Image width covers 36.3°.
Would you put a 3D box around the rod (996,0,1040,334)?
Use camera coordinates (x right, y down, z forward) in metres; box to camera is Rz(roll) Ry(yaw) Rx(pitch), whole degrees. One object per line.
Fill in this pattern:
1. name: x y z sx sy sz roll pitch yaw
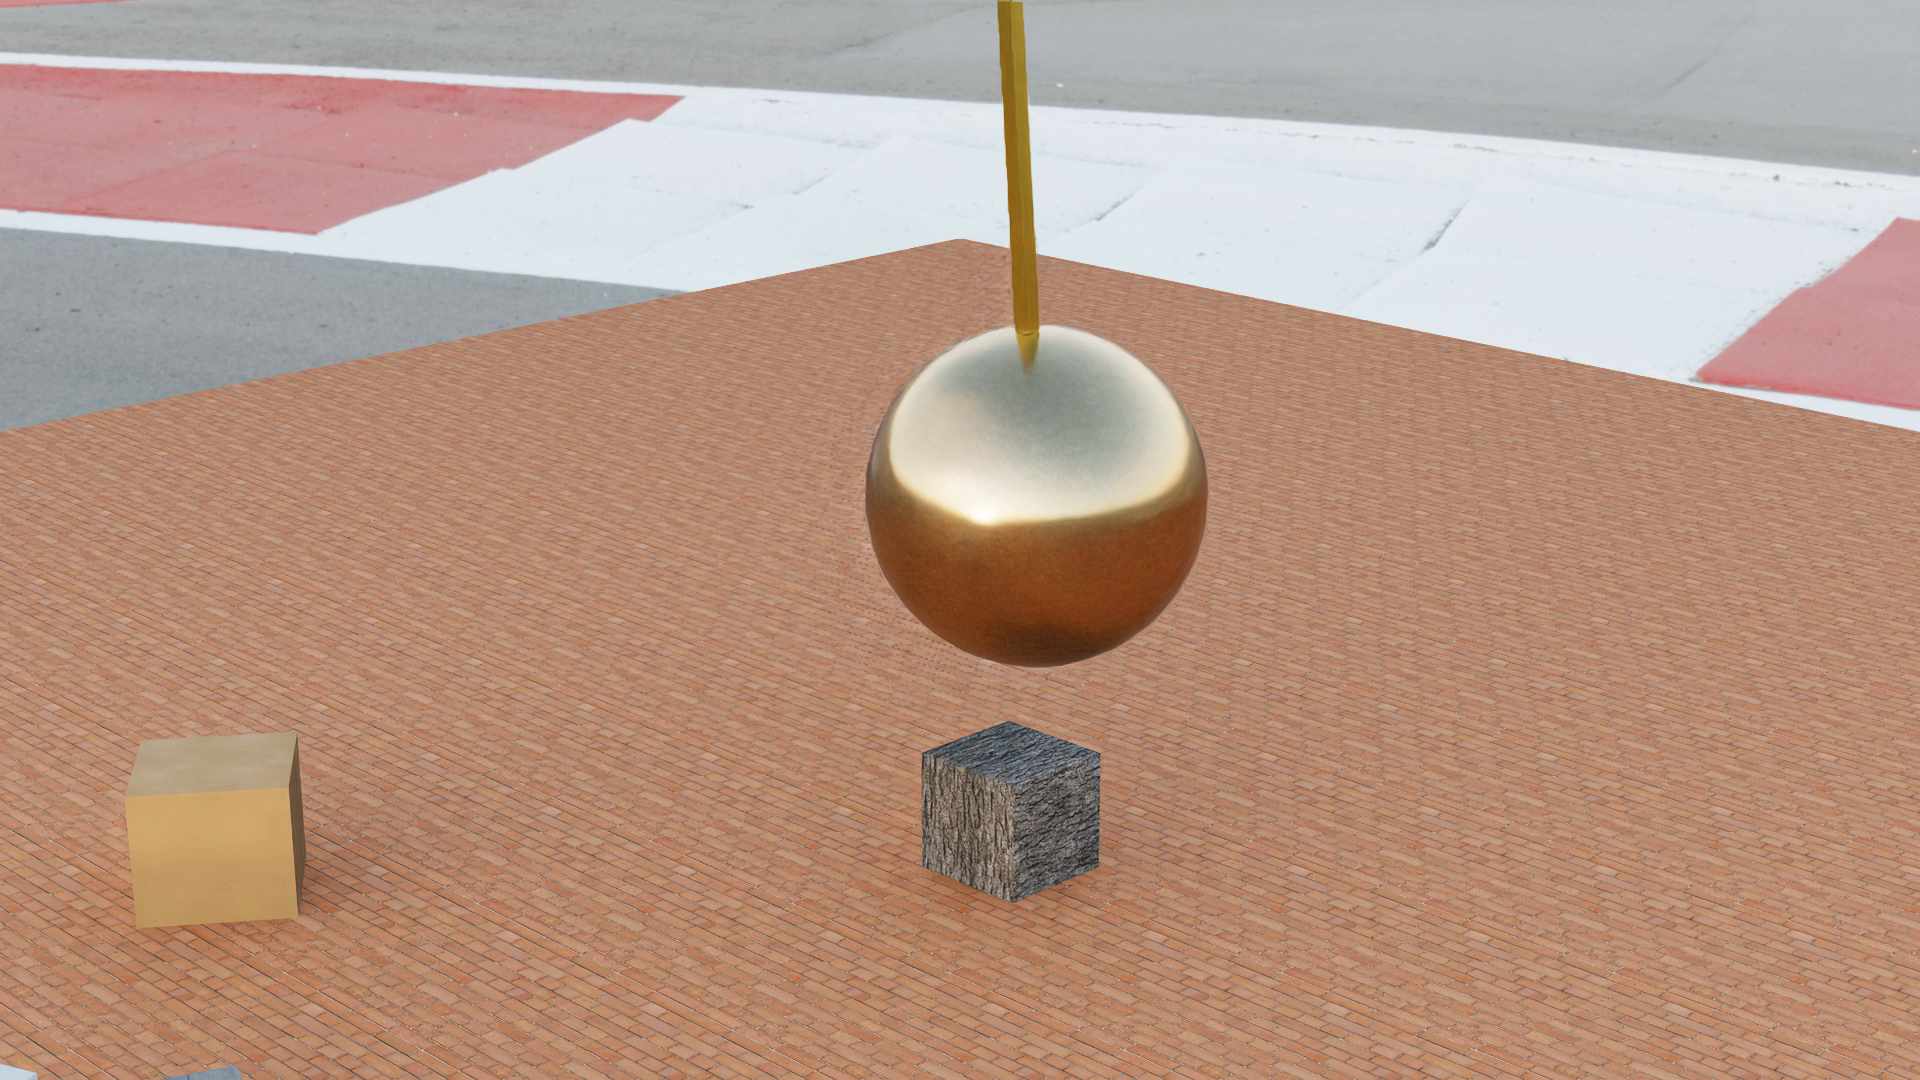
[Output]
1. rod: 0.154 -3.380 12.441 0.080 5.200 0.080 17 29 42

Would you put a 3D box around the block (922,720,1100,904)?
1. block: 0.233 1.239 13.461 0.573 0.564 0.583 -17 24 -42

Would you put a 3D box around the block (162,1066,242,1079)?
1. block: -2.792 2.234 10.489 0.522 0.448 0.481 -7 19 -23

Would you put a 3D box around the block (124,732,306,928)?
1. block: -3.335 1.295 13.188 0.696 0.622 0.683 -3 18 -9

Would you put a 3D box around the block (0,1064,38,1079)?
1. block: -3.653 2.203 10.384 0.573 0.570 0.540 8 19 24

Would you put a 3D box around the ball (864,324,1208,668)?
1. ball: 0.355 -0.208 13.648 1.600 1.600 1.600 0 17 0
